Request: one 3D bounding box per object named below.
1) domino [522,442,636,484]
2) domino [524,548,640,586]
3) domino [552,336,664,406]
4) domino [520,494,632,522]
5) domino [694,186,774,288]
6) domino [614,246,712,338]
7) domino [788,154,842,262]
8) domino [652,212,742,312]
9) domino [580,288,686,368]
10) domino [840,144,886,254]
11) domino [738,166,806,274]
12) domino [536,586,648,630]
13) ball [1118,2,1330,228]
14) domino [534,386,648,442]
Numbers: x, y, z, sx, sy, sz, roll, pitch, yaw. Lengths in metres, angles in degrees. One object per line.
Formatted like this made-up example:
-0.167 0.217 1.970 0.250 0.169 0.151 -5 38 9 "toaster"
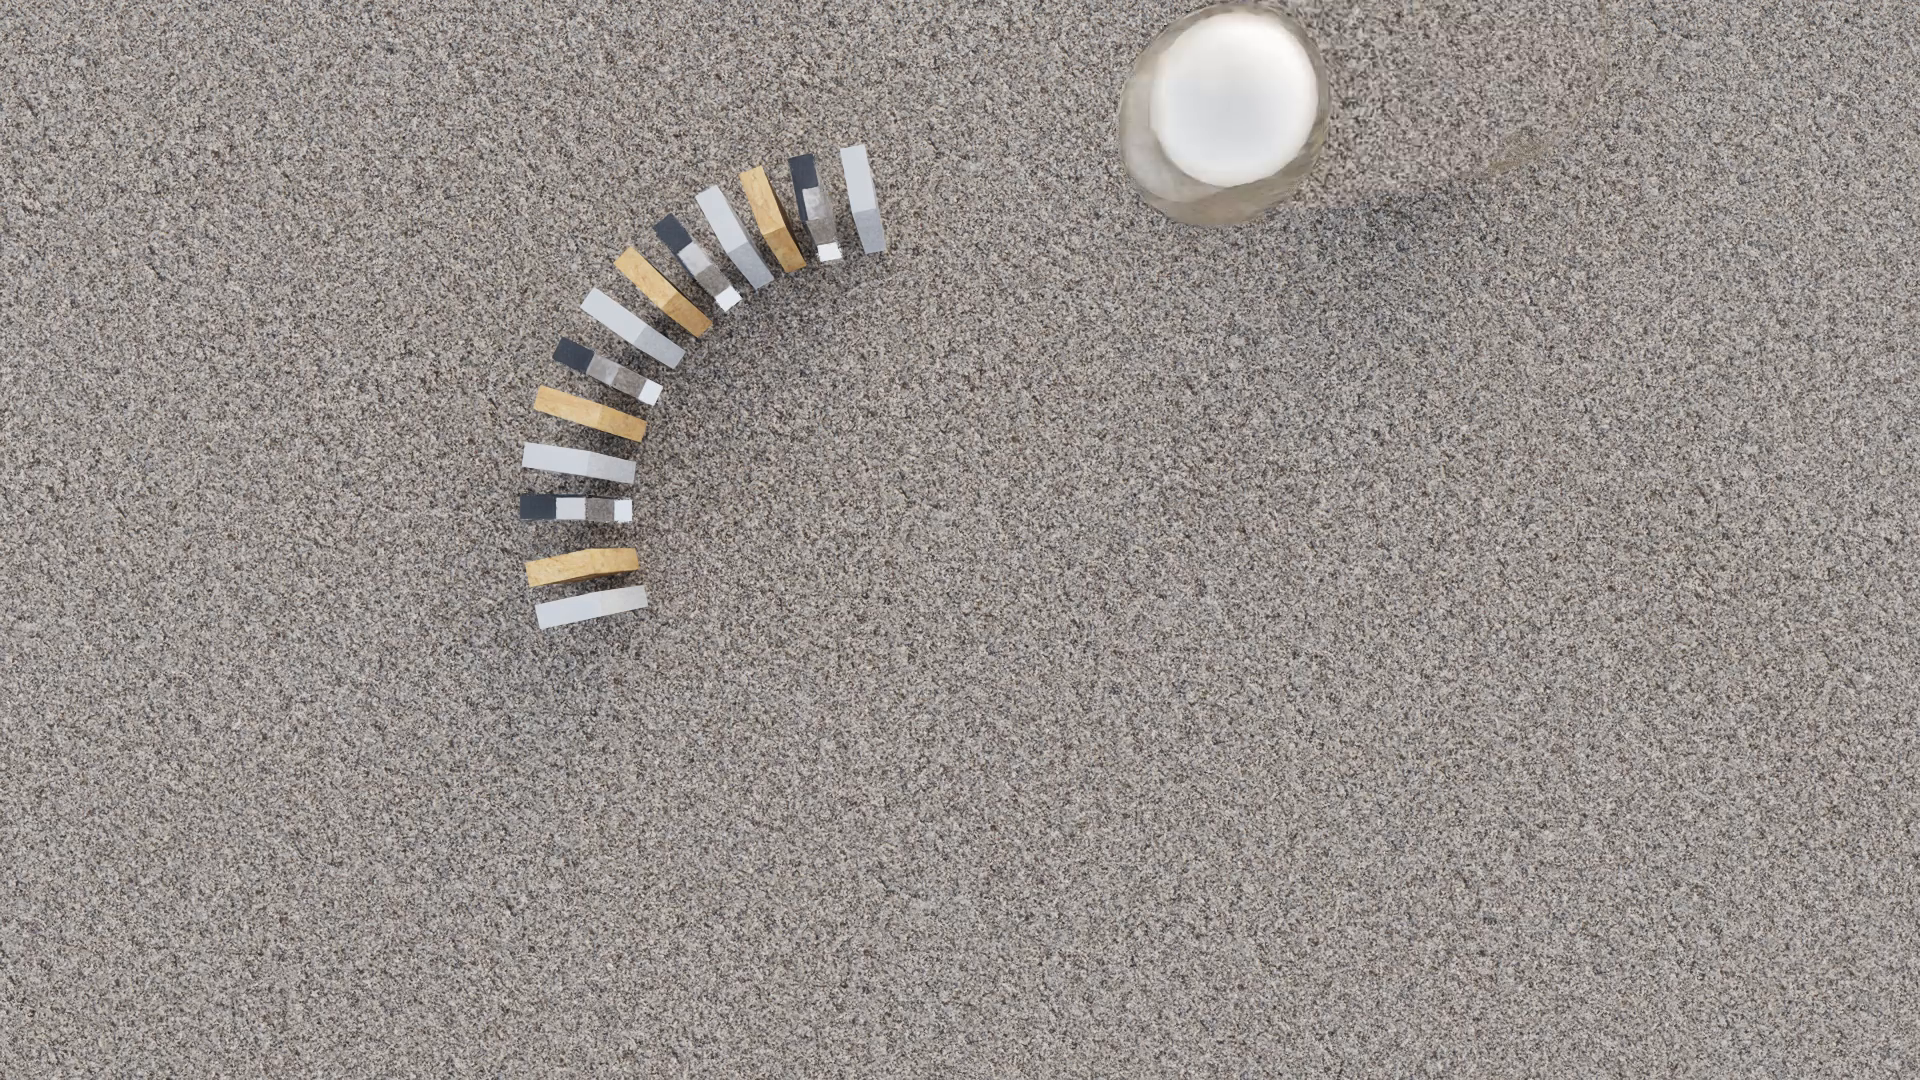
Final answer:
-0.154 -0.031 0.375 0.025 0.050 0.009 8 90 0 "domino"
-0.153 0.011 0.375 0.025 0.050 0.010 -12 90 0 "domino"
-0.143 -0.068 0.375 0.025 0.050 0.010 26 90 0 "domino"
-0.156 -0.013 0.375 0.025 0.050 0.009 0 90 0 "domino"
-0.091 -0.123 0.375 0.010 0.050 0.025 -29 90 0 "domino"
-0.120 -0.100 0.375 0.025 0.050 0.009 44 90 0 "domino"
-0.059 -0.135 0.375 0.010 0.050 0.025 -11 90 0 "domino"
-0.106 -0.112 0.375 0.010 0.050 0.025 -37 90 0 "domino"
-0.132 -0.086 0.375 0.025 0.050 0.010 35 90 0 "domino"
-0.039 -0.138 0.375 0.009 0.050 0.025 -11 90 0 "domino"
-0.076 -0.130 0.375 0.010 0.050 0.025 -21 90 0 "domino"
-0.149 0.027 0.375 0.025 0.050 0.010 -12 90 0 "domino"
0.103 -0.165 0.360 0.080 0.080 0.080 0 90 0 "ball"
-0.150 -0.051 0.375 0.025 0.050 0.010 18 90 0 "domino"
